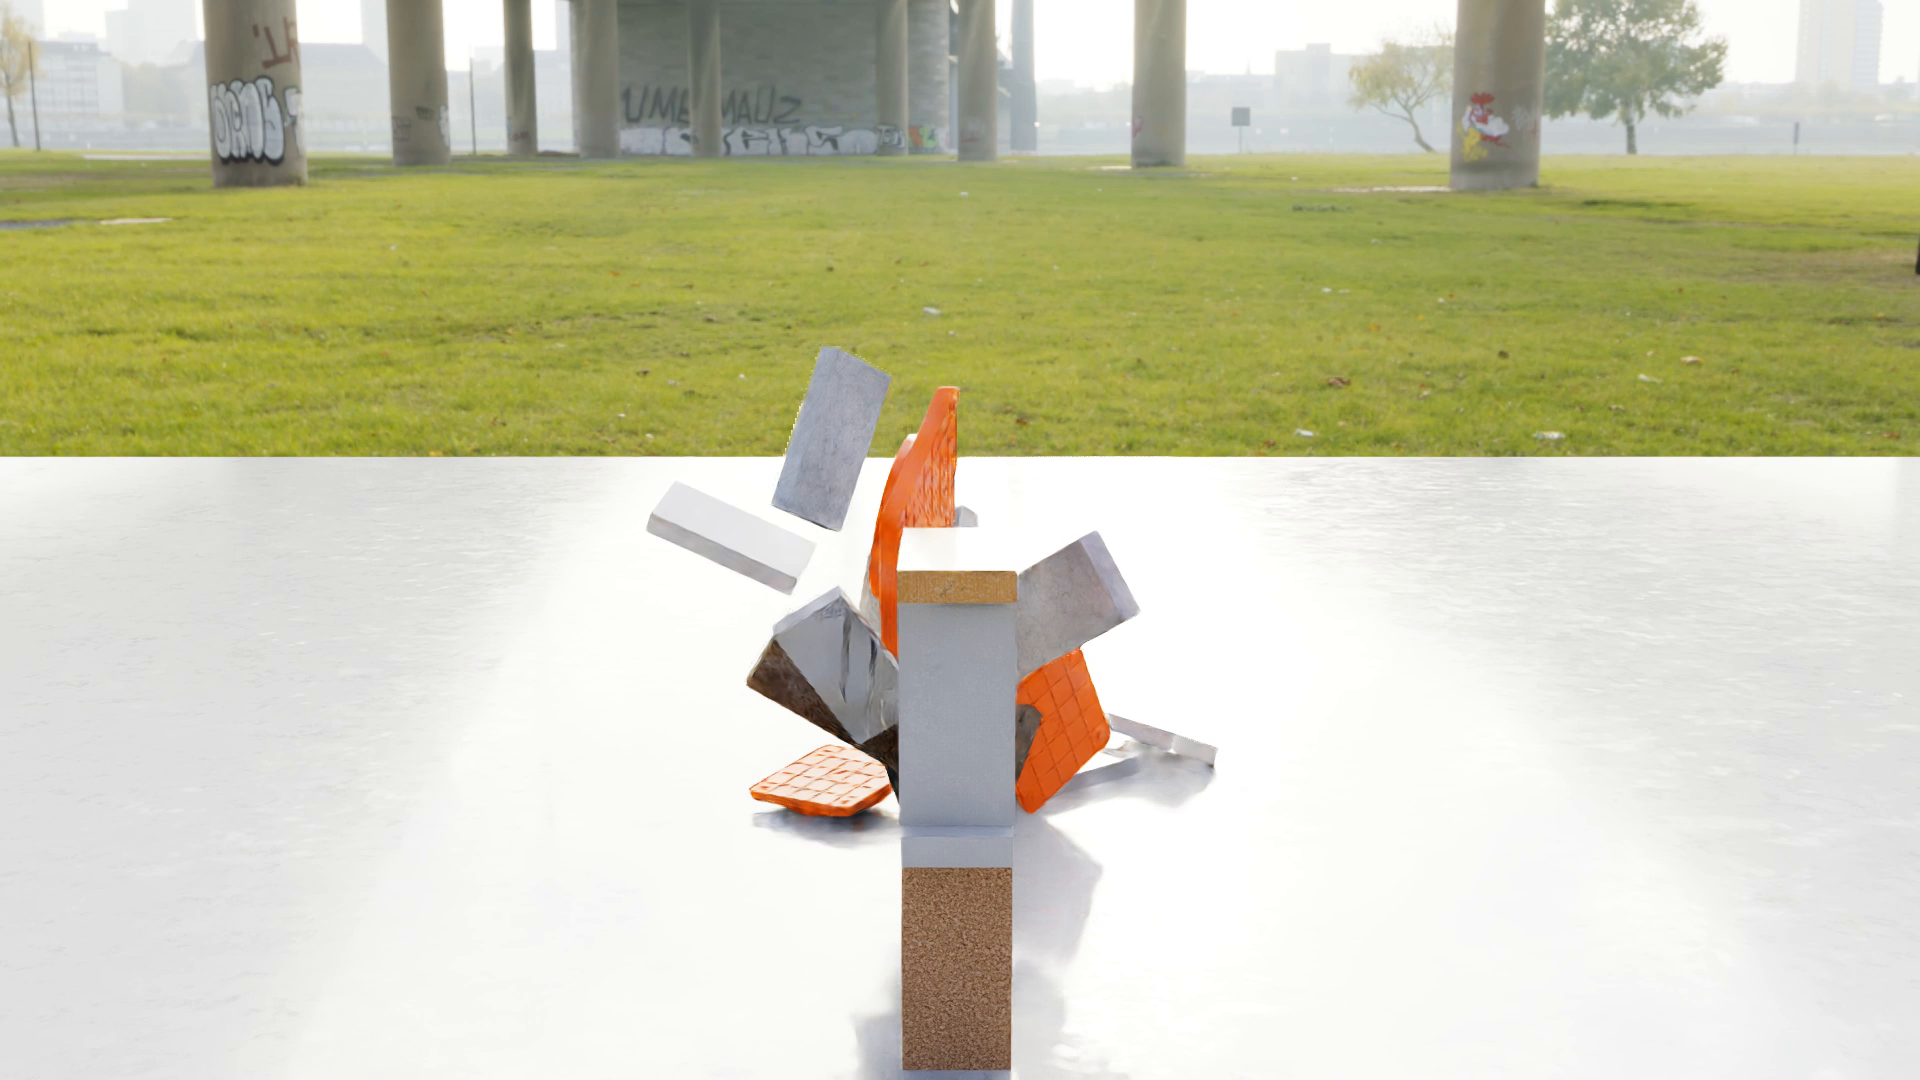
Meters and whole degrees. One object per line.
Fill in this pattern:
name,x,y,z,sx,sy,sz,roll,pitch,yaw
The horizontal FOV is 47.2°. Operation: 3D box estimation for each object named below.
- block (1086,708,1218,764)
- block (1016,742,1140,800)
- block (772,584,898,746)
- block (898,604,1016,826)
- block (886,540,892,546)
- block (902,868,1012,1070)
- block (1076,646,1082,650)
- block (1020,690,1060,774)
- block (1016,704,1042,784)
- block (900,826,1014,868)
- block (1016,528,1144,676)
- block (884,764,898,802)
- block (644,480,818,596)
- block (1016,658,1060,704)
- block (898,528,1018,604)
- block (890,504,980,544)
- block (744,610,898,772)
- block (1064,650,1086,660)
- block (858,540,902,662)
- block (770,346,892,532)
block,0.391,0.398,4.478,0.128,0.036,0.257,21,-5,-39
block,0.219,0.451,4.316,0.257,0.036,0.128,-10,14,-42
block,-0.173,0.197,3.427,0.124,0.247,0.035,-31,29,7
block,-0.004,0.225,2.927,0.155,0.310,0.044,0,11,0
block,-0.052,0.124,4.210,0.167,0.047,0.350,-4,40,-1
block,-0.004,0.568,2.972,0.148,0.297,0.042,0,11,0
block,0.176,0.179,4.337,0.144,0.020,0.072,14,-25,1
block,0.132,0.368,4.225,0.072,0.144,0.020,20,9,-6
block,0.014,0.317,3.395,0.239,0.120,0.034,-8,-39,47
block,-0.004,0.384,3.039,0.148,0.042,0.297,0,11,0
block,0.175,0.115,3.914,0.047,0.167,0.334,-26,-4,-37
block,-0.036,0.453,3.688,0.119,0.238,0.034,-18,10,3
block,-0.381,-0.004,3.673,0.265,0.037,0.132,24,28,-1
block,0.104,0.328,4.297,0.128,0.256,0.036,20,-3,-43
block,-0.003,0.032,2.996,0.155,0.044,0.310,0,11,0
block,-0.063,0.114,3.845,0.167,0.334,0.047,-15,-32,41
block,-0.170,0.253,3.519,0.326,0.132,0.037,31,5,-14
block,0.191,0.214,4.338,0.104,0.015,0.052,18,-3,-11
block,-0.128,0.136,3.814,0.037,0.265,0.132,21,-24,-31
block,-0.190,-0.147,3.252,0.035,0.247,0.124,13,-8,41
